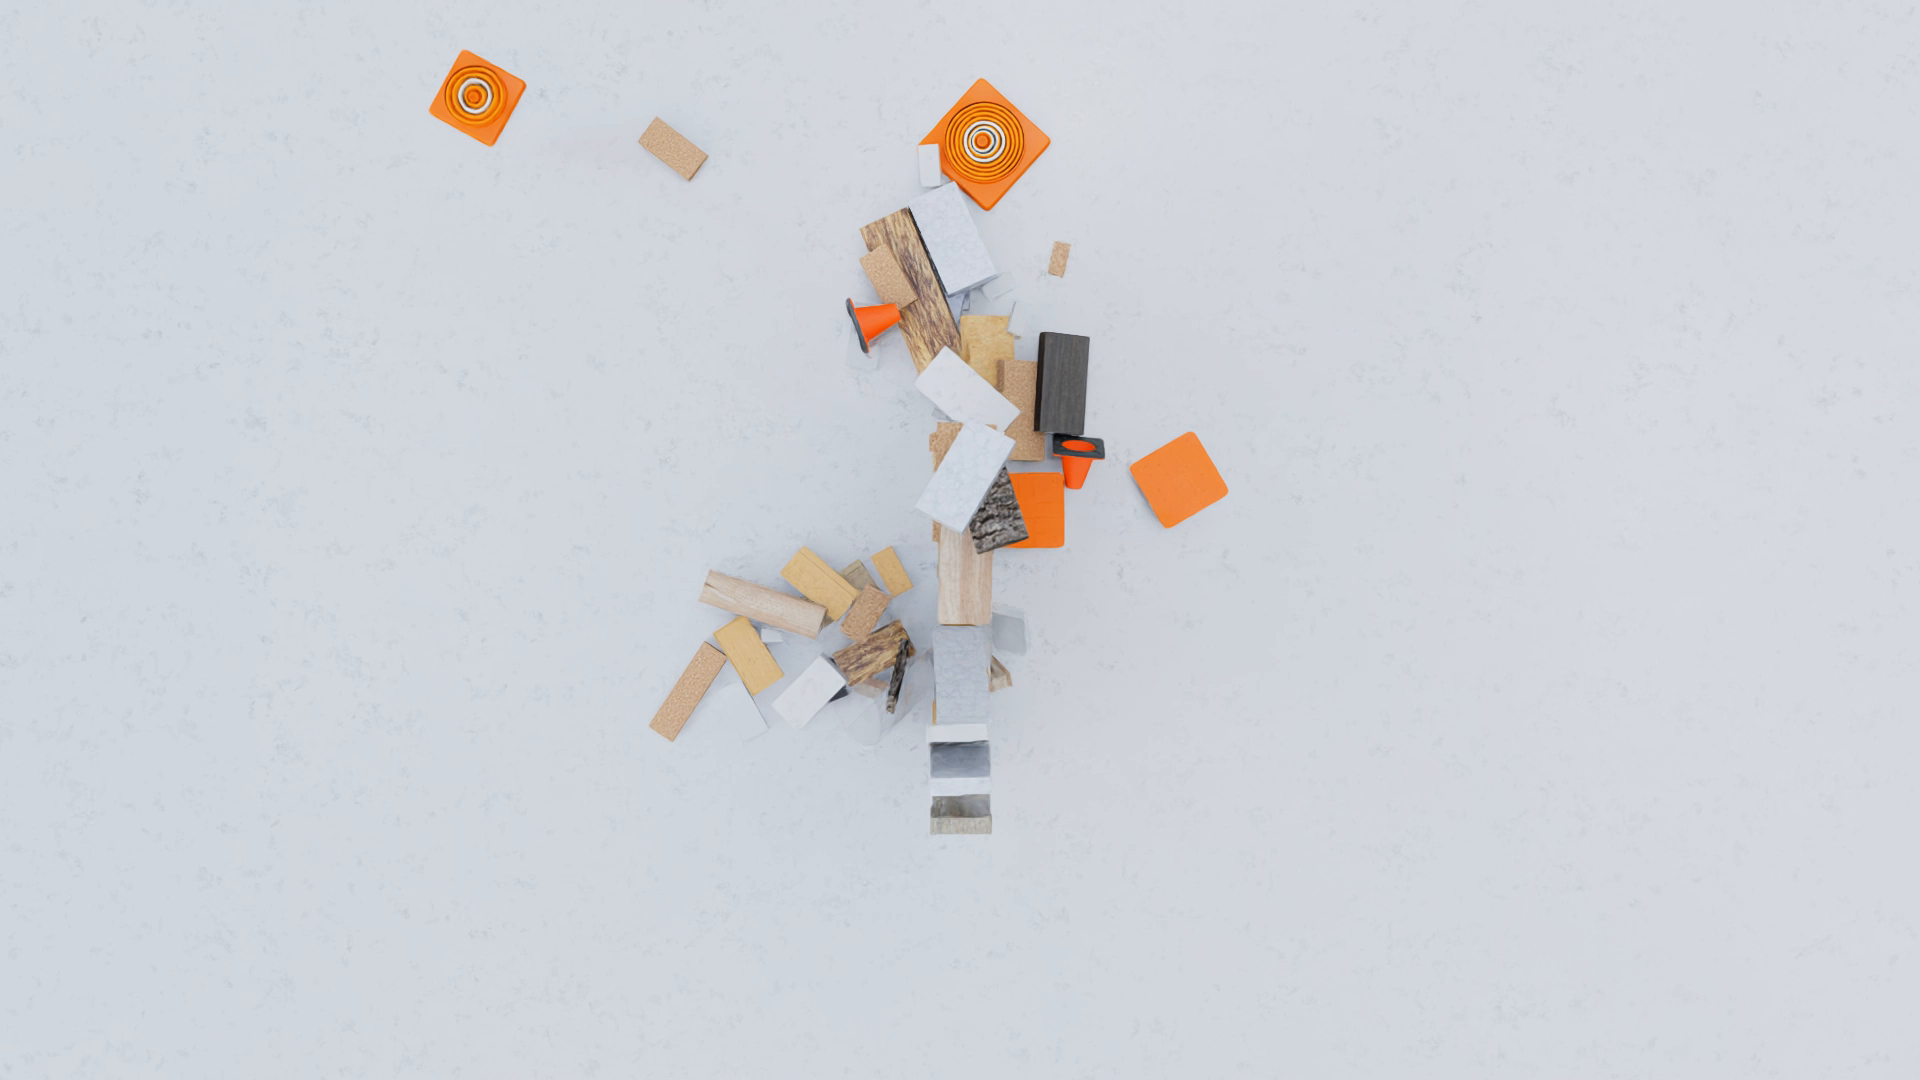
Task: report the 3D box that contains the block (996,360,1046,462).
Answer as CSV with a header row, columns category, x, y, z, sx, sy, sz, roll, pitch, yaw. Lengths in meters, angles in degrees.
category,x,y,z,sx,sy,sz,roll,pitch,yaw
block,0.202,-0.426,5.438,0.163,0.046,0.327,1,90,-31

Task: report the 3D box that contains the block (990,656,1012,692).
category,x,y,z,sx,sy,sz,roll,pitch,yaw
block,0.037,0.417,5.333,0.155,0.310,0.044,-18,113,-15

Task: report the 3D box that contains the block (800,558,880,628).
category,x,y,z,sx,sy,sz,roll,pitch,yaw
block,-0.404,0.184,5.482,0.248,0.035,0.124,-35,90,0

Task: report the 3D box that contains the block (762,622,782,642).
category,x,y,z,sx,sy,sz,roll,pitch,yaw
block,-0.625,0.272,5.473,0.068,0.019,0.135,-3,74,0

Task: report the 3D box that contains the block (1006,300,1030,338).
category,x,y,z,sx,sy,sz,roll,pitch,yaw
block,0.191,-0.729,5.447,0.055,0.016,0.111,21,79,-31

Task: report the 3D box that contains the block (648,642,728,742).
category,x,y,z,sx,sy,sz,roll,pitch,yaw
block,-0.903,0.504,5.487,0.095,0.027,0.337,33,90,0

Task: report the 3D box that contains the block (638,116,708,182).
category,x,y,z,sx,sy,sz,roll,pitch,yaw
block,-0.954,-1.300,5.485,0.212,0.030,0.106,37,90,0

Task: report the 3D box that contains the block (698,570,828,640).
category,x,y,z,sx,sy,sz,roll,pitch,yaw
block,-0.650,0.214,5.442,0.419,0.031,0.109,18,86,11

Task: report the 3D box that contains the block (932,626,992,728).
category,x,y,z,sx,sy,sz,roll,pitch,yaw
block,0.001,0.399,4.890,0.155,0.444,0.044,0,122,-3

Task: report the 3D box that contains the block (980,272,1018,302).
category,x,y,z,sx,sy,sz,roll,pitch,yaw
block,0.129,-0.845,5.492,0.111,0.016,0.055,-27,90,0

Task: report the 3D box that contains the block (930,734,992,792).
category,x,y,z,sx,sy,sz,roll,pitch,yaw
block,0.002,0.623,4.621,0.166,0.331,0.047,-2,104,0

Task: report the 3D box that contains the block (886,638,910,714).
category,x,y,z,sx,sy,sz,roll,pitch,yaw
block,-0.201,0.439,5.335,0.031,0.109,0.219,12,55,0

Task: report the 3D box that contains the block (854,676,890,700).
category,x,y,z,sx,sy,sz,roll,pitch,yaw
block,-0.278,0.497,5.490,0.135,0.019,0.068,20,90,0

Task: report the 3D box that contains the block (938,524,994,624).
category,x,y,z,sx,sy,sz,roll,pitch,yaw
block,0.015,0.083,4.264,0.136,0.039,0.273,2,109,-1

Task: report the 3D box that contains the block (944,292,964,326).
category,x,y,z,sx,sy,sz,roll,pitch,yaw
block,-0.032,-0.747,5.472,0.068,0.019,0.135,14,98,11

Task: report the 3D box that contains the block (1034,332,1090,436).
category,x,y,z,sx,sy,sz,roll,pitch,yaw
block,0.336,-0.515,5.447,0.163,0.046,0.327,4,90,-23

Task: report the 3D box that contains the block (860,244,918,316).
category,x,y,z,sx,sy,sz,roll,pitch,yaw
block,-0.235,-0.858,5.431,0.106,0.030,0.212,-30,88,13

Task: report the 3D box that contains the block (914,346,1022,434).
category,x,y,z,sx,sy,sz,roll,pitch,yaw
block,0.025,-0.460,5.345,0.327,0.046,0.163,42,99,6

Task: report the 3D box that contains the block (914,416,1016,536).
category,x,y,z,sx,sy,sz,roll,pitch,yaw
block,0.015,-0.162,4.172,0.136,0.039,0.273,29,80,10

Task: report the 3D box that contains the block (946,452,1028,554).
category,x,y,z,sx,sy,sz,roll,pitch,yaw
block,0.069,-0.113,4.197,0.136,0.039,0.273,-18,76,-1

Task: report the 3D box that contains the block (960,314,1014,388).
category,x,y,z,sx,sy,sz,roll,pitch,yaw
block,0.096,-0.563,5.428,0.173,0.049,0.346,-4,92,-31

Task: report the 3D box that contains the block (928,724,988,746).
category,x,y,z,sx,sy,sz,roll,pitch,yaw
block,-0.009,0.526,4.441,0.155,0.311,0.044,-2,81,-1

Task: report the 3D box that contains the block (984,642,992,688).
category,x,y,z,sx,sy,sz,roll,pitch,yaw
block,0.013,0.448,5.154,0.155,0.044,0.310,1,46,5

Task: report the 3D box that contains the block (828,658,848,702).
category,x,y,z,sx,sy,sz,roll,pitch,yaw
block,-0.428,0.466,5.490,0.068,0.019,0.135,-23,90,0

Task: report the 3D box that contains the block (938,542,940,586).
category,x,y,z,sx,sy,sz,roll,pitch,yaw
block,0.005,-0.001,4.977,0.145,0.041,0.290,0,90,0

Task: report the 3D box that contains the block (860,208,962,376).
category,x,y,z,sx,sy,sz,roll,pitch,yaw
block,-0.150,-0.818,5.456,0.173,0.049,0.530,-22,90,13

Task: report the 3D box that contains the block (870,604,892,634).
category,x,y,z,sx,sy,sz,roll,pitch,yaw
block,-0.271,0.288,5.489,0.079,0.022,0.158,6,90,0

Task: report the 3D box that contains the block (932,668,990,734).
category,x,y,z,sx,sy,sz,roll,pitch,yaw
block,0.004,0.504,4.983,0.166,0.331,0.047,-2,122,2

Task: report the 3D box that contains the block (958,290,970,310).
category,x,y,z,sx,sy,sz,roll,pitch,yaw
block,0.001,-0.833,5.484,0.068,0.019,0.135,4,90,12

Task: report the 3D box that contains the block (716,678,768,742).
category,x,y,z,sx,sy,sz,roll,pitch,yaw
block,-0.723,0.567,5.487,0.095,0.027,0.190,-29,90,0

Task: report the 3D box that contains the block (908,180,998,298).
category,x,y,z,sx,sy,sz,roll,pitch,yaw
block,-0.026,-0.993,5.452,0.173,0.049,0.347,-24,82,0

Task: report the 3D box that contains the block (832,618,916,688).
category,x,y,z,sx,sy,sz,roll,pitch,yaw
block,-0.283,0.374,5.453,0.248,0.035,0.124,-27,101,-1

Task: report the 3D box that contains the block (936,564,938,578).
category,x,y,z,sx,sy,sz,roll,pitch,yaw
block,0.002,0.098,5.173,0.145,0.351,0.041,0,88,0

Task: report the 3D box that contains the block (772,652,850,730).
category,x,y,z,sx,sy,sz,roll,pitch,yaw
block,-0.495,0.503,5.449,0.124,0.035,0.248,45,106,0

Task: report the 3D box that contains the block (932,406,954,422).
category,x,y,z,sx,sy,sz,roll,pitch,yaw
block,-0.027,-0.421,5.491,0.123,0.017,0.062,20,90,0

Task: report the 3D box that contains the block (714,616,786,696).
category,x,y,z,sx,sy,sz,roll,pitch,yaw
block,-0.701,0.381,5.482,0.124,0.035,0.248,-33,90,0

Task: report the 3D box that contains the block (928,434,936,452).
category,x,y,z,sx,sy,sz,roll,pitch,yaw
block,-0.003,-0.260,4.454,0.155,0.310,0.044,2,93,0

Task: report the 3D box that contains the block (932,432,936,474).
category,x,y,z,sx,sy,sz,roll,pitch,yaw
block,0.002,-0.150,4.631,0.152,0.043,0.304,-1,90,0

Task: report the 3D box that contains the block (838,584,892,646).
category,x,y,z,sx,sy,sz,roll,pitch,yaw
block,-0.311,0.243,5.400,0.095,0.027,0.190,31,59,0

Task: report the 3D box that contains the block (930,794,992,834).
category,x,y,z,sx,sy,sz,roll,pitch,yaw
block,0.003,0.755,4.968,0.166,1.063,0.047,0,92,0

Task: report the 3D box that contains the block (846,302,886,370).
category,x,y,z,sx,sy,sz,roll,pitch,yaw
block,-0.313,-0.678,5.485,0.106,0.030,0.212,9,90,0

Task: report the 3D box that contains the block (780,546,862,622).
category,x,y,z,sx,sy,sz,roll,pitch,yaw
block,-0.461,0.143,5.447,0.248,0.035,0.124,40,90,0

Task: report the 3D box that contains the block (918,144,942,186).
category,x,y,z,sx,sy,sz,roll,pitch,yaw
block,-0.098,-1.241,5.464,0.068,0.019,0.135,0,105,19

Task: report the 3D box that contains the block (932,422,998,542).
category,x,y,z,sx,sy,sz,roll,pitch,yaw
block,0.012,-0.147,4.274,0.155,0.044,0.310,2,92,-1

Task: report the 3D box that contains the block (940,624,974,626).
category,x,y,z,sx,sy,sz,roll,pitch,yaw
block,-0.010,0.289,5.199,0.107,0.214,0.030,-2,95,0

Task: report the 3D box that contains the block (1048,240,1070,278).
category,x,y,z,sx,sy,sz,roll,pitch,yaw
block,0.330,-0.935,5.492,0.055,0.016,0.111,12,90,0

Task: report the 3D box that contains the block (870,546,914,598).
category,x,y,z,sx,sy,sz,roll,pitch,yaw
block,-0.226,0.106,5.489,0.079,0.022,0.158,-29,90,0

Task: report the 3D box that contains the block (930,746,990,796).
category,x,y,z,sx,sy,sz,roll,pitch,yaw
block,0.001,0.613,4.408,0.155,0.311,0.044,-1,99,0

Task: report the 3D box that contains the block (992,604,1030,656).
category,x,y,z,sx,sy,sz,roll,pitch,yaw
block,0.166,0.296,5.390,0.109,0.219,0.031,13,56,15

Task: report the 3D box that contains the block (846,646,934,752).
category,x,y,z,sx,sy,sz,roll,pitch,yaw
block,-0.197,0.523,5.442,0.396,0.030,0.107,-44,90,-13

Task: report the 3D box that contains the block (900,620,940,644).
category,x,y,z,sx,sy,sz,roll,pitch,yaw
block,-0.136,0.304,5.489,0.158,0.022,0.079,0,90,0
